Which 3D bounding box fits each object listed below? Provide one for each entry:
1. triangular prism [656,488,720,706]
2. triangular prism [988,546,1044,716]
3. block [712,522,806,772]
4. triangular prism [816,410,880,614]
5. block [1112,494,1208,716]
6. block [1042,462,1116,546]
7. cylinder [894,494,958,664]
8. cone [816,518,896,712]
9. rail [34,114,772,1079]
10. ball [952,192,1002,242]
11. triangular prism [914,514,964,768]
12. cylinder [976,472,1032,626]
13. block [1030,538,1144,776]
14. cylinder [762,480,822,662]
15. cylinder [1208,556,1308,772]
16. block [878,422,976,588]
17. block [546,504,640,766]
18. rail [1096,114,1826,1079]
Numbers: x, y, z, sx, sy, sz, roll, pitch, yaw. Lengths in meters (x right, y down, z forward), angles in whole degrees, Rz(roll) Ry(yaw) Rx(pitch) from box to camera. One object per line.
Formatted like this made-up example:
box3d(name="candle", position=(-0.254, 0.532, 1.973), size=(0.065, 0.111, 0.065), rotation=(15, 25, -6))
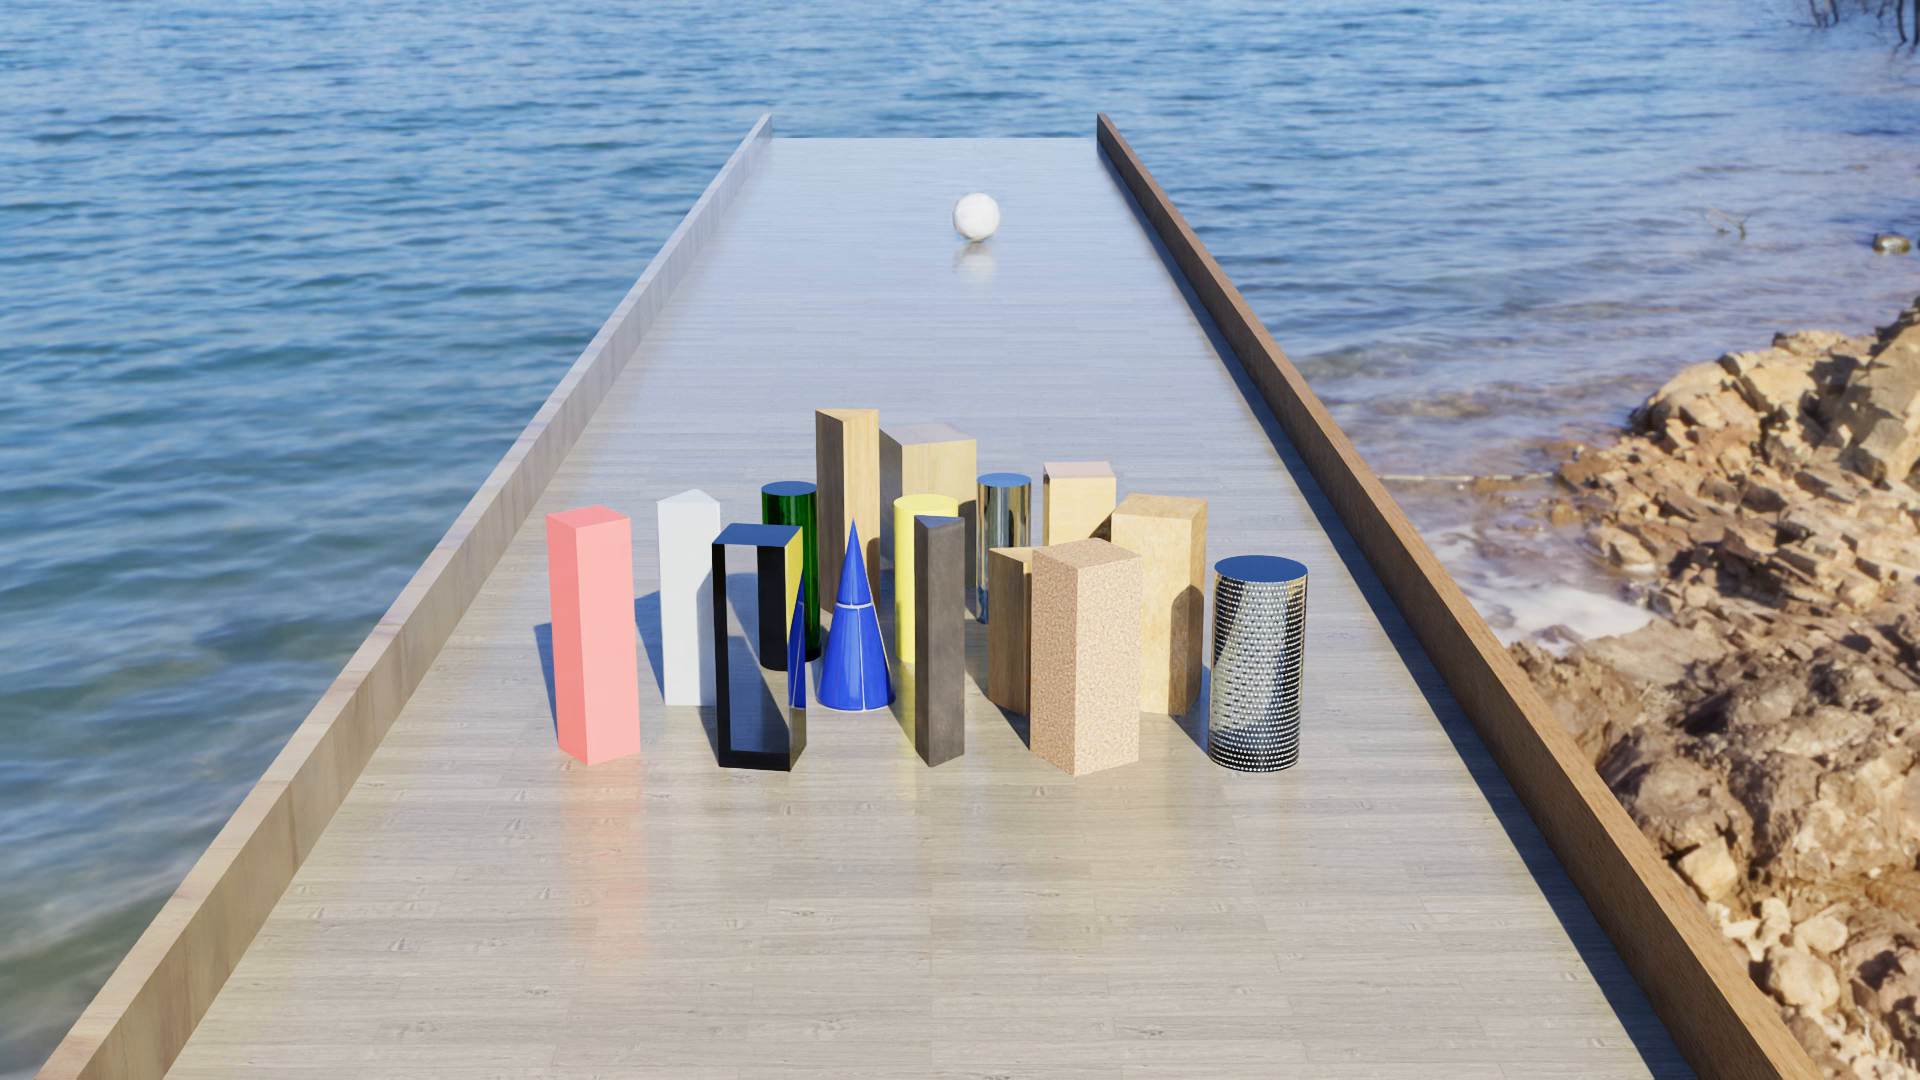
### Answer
box3d(name="triangular prism", position=(-0.500, 0.108, 4.165), size=(0.115, 0.398, 0.100), rotation=(1, 17, 3))
box3d(name="triangular prism", position=(0.125, 0.165, 4.144), size=(0.094, 0.301, 0.108), rotation=(-12, 20, -35))
box3d(name="block", position=(-0.351, 0.188, 3.871), size=(0.129, 0.412, 0.129), rotation=(3, 17, 9))
box3d(name="triangular prism", position=(-0.221, -0.058, 4.658), size=(0.112, 0.436, 0.130), rotation=(-10, 19, -29))
box3d(name="block", position=(0.373, 0.120, 4.153), size=(0.149, 0.382, 0.149), rotation=(5, 17, 17))
box3d(name="block", position=(0.235, 0.048, 4.385), size=(0.129, 0.388, 0.129), rotation=(-1, 17, -3))
box3d(name="cylinder", position=(-0.068, 0.078, 4.409), size=(0.128, 0.317, 0.128), rotation=(0, 17, 0))
box3d(name="cone", position=(-0.199, 0.129, 4.159), size=(0.154, 0.361, 0.154), rotation=(0, 17, 0))
box3d(name="rail", position=(-1.118, -0.838, 7.780), size=(0.050, 0.150, 12.000), rotation=(0, 17, -1))
box3d(name="ball", position=(0.072, -1.405, 9.576), size=(0.213, 0.213, 0.213), rotation=(0, 17, 0))
box3d(name="triangular prism", position=(-0.051, 0.174, 3.871), size=(0.078, 0.439, 0.090), rotation=(14, 22, 40))
box3d(name="cylinder", position=(0.092, 0.020, 4.625), size=(0.116, 0.304, 0.116), rotation=(0, 17, 0))
box3d(name="block", position=(0.221, 0.204, 3.874), size=(0.138, 0.380, 0.138), rotation=(-10, 19, -31))
box3d(name="cylinder", position=(-0.337, 0.065, 4.398), size=(0.112, 0.348, 0.112), rotation=(0, 17, 0))
box3d(name="cylinder", position=(0.525, 0.217, 3.883), size=(0.162, 0.349, 0.162), rotation=(0, 17, 0))
box3d(name="block", position=(-0.072, -0.072, 4.879), size=(0.169, 0.337, 0.169), rotation=(-6, 17, -19))
box3d(name="block", position=(-0.649, 0.168, 3.895), size=(0.107, 0.437, 0.107), rotation=(-13, 21, -37))
box3d(name="rail", position=(0.932, -0.844, 7.801), size=(0.050, 0.150, 12.000), rotation=(0, 17, -1))
